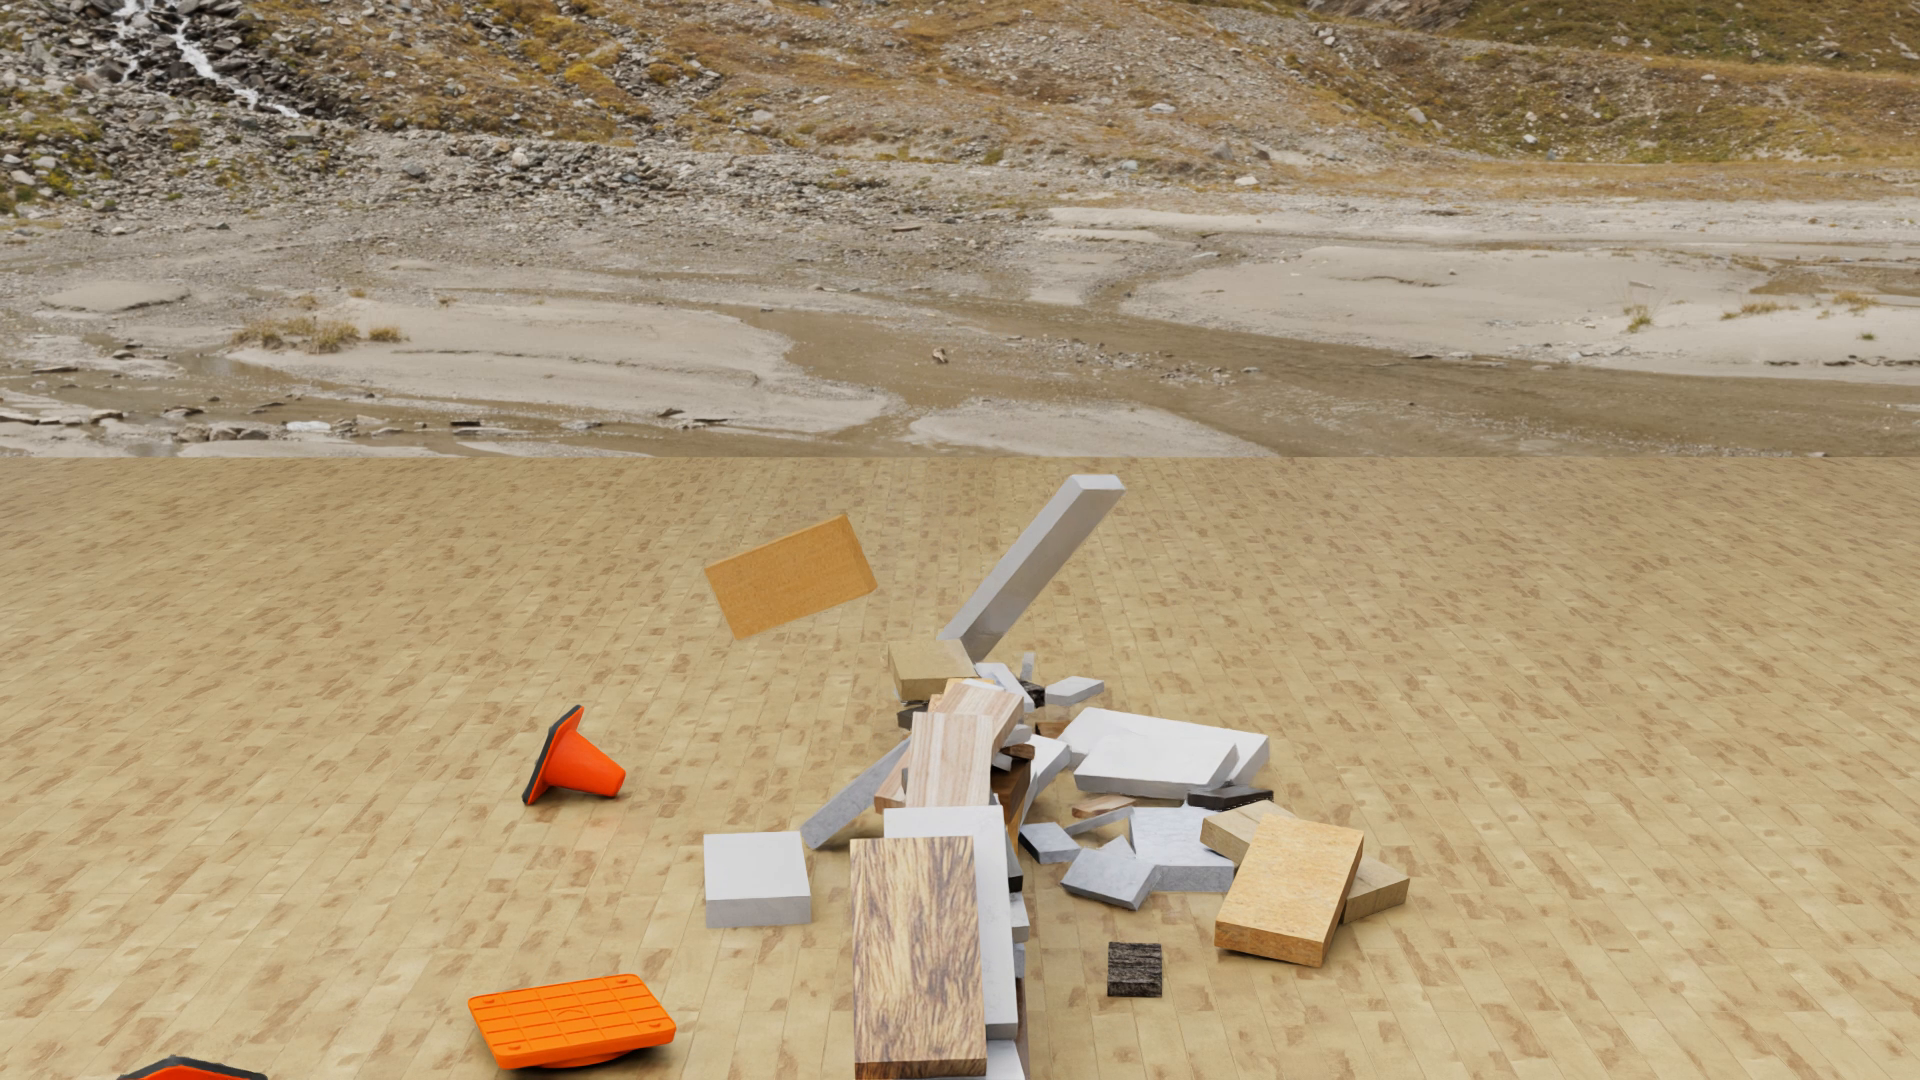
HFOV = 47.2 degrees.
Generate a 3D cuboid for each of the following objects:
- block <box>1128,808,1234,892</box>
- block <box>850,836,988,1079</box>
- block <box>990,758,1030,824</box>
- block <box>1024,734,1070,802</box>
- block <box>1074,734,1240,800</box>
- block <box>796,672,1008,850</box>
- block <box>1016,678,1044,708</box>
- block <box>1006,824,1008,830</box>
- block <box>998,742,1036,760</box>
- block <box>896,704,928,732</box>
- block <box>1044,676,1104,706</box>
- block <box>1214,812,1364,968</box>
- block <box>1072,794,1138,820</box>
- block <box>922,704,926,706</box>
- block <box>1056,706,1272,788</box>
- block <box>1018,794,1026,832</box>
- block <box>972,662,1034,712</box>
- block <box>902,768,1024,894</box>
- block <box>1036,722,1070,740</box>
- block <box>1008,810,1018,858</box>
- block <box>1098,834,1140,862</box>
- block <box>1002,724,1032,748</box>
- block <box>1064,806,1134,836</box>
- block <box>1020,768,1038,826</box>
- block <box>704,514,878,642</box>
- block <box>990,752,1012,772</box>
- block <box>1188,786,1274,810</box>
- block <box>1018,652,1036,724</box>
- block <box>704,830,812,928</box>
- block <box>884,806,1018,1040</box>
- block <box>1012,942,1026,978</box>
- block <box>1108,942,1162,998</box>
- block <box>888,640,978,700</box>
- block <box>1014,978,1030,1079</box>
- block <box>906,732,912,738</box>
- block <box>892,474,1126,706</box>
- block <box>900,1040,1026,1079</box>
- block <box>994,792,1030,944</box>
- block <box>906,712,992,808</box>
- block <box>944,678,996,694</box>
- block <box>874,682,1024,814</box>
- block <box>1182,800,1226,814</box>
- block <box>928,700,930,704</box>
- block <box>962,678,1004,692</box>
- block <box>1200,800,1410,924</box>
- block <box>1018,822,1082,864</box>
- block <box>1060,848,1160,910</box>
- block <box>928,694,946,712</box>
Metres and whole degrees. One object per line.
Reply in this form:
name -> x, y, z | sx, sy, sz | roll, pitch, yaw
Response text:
block -> 0.381, 0.537, 3.832 | 0.160, 0.045, 0.320 | 0, 11, 2
block -> -0.056, 0.526, 2.794 | 0.161, 0.046, 0.322 | -1, 49, -3
block -> 0.016, 0.414, 3.693 | 0.174, 0.049, 0.348 | 1, 5, 7
block -> 0.074, 0.448, 4.068 | 0.141, 0.040, 0.283 | 12, 32, 28
block -> 0.374, 0.433, 4.194 | 0.283, 0.040, 0.141 | 1, 30, 33
block -> -0.103, 0.388, 3.843 | 0.426, 0.047, 0.167 | -40, -2, 32
block -> 0.034, 0.306, 4.540 | 0.139, 0.039, 0.278 | -9, 14, -36
block -> 0.000, 0.479, 3.447 | 0.137, 0.039, 0.274 | 0, 5, 3
block -> 0.065, 0.354, 3.738 | 0.087, 0.025, 0.174 | 3, -8, 16
block -> -0.026, 0.355, 4.282 | 0.103, 0.029, 0.205 | -12, 12, -30
block -> 0.248, 0.340, 4.949 | 0.084, 0.024, 0.167 | 7, 12, 32
block -> 0.528, 0.552, 3.501 | 0.167, 0.047, 0.334 | 9, 26, 18
block -> 0.270, 0.500, 4.105 | 0.059, 0.017, 0.119 | 10, 14, 43
block -> -0.006, 0.408, 4.376 | 0.139, 0.039, 0.278 | 0, 23, -1
block -> 0.391, 0.417, 4.338 | 0.409, 0.045, 0.160 | 7, 31, 33
block -> 0.014, 0.486, 3.799 | 0.174, 0.049, 0.348 | 1, 26, 7
block -> 0.084, 0.297, 4.435 | 0.068, 0.019, 0.316 | -2, 12, -10
block -> 0.001, 0.402, 3.067 | 0.115, 0.033, 0.230 | -8, 42, -12
block -> 0.208, 0.411, 4.568 | 0.084, 0.024, 0.167 | -1, 11, -5
block -> 0.006, 0.536, 3.579 | 0.174, 0.049, 0.348 | 0, 26, 1
block -> 0.271, 0.547, 3.674 | 0.059, 0.017, 0.119 | -32, 34, 1
block -> 0.044, 0.317, 3.596 | 0.087, 0.025, 0.174 | 9, 4, 24
block -> 0.249, 0.505, 3.947 | 0.119, 0.017, 0.059 | -24, -7, 39
block -> 0.036, 0.490, 3.894 | 0.141, 0.040, 0.283 | 3, 26, 15
block -> -0.326, 0.073, 4.228 | 0.310, 0.155, 0.044 | -20, 9, 25
block -> 0.023, 0.359, 3.625 | 0.087, 0.025, 0.174 | 3, -10, 15
block -> 0.497, 0.474, 4.037 | 0.081, 0.023, 0.161 | 2, 1, 41
block -> 0.131, 0.327, 4.614 | 0.024, 0.167, 0.084 | 10, 13, 2
block -> -0.343, 0.564, 3.678 | 0.167, 0.047, 0.334 | -1, 11, -7
block -> -0.016, 0.499, 2.883 | 0.161, 0.046, 0.322 | -1, 51, -3
block -> 0.004, 0.543, 3.123 | 0.145, 0.041, 0.291 | -1, 13, -5
block -> 0.263, 0.646, 3.307 | 0.081, 0.023, 0.161 | 1, 11, 4
block -> -0.059, 0.266, 4.530 | 0.155, 0.044, 0.310 | -2, 12, -7
block -> 0.017, 0.661, 2.948 | 0.145, 0.041, 0.291 | 0, 27, -1
block -> -0.018, 0.427, 4.242 | 0.103, 0.029, 0.205 | -12, 31, -21
block -> 0.100, 0.113, 4.701 | 0.155, 0.673, 0.044 | -1, 47, -51
block -> 0.010, 0.709, 2.612 | 0.161, 0.046, 0.601 | -2, 14, -6
block -> 0.013, 0.458, 3.053 | 0.122, 0.035, 0.244 | -5, 41, -9
block -> -0.015, 0.337, 3.092 | 0.115, 0.033, 0.230 | 3, 41, 1
block -> 0.006, 0.281, 3.541 | 0.077, 0.022, 0.197 | 1, 26, 8
block -> -0.013, 0.322, 3.328 | 0.115, 0.033, 0.310 | 10, 33, 21
block -> 0.494, 0.503, 4.074 | 0.161, 0.023, 0.081 | 3, 11, 15
block -> 0.001, 0.369, 4.566 | 0.139, 0.039, 0.278 | 1, 23, 2
block -> 0.010, 0.268, 3.467 | 0.068, 0.019, 0.137 | 13, 34, 25
block -> 0.574, 0.535, 3.681 | 0.160, 0.045, 0.320 | -9, 25, -40
block -> 0.155, 0.536, 3.898 | 0.077, 0.022, 0.154 | -3, 11, -15
block -> 0.248, 0.560, 3.642 | 0.154, 0.022, 0.077 | 8, 51, 44
block -> -0.019, 0.290, 3.471 | 0.068, 0.019, 0.137 | 1, 31, 7
